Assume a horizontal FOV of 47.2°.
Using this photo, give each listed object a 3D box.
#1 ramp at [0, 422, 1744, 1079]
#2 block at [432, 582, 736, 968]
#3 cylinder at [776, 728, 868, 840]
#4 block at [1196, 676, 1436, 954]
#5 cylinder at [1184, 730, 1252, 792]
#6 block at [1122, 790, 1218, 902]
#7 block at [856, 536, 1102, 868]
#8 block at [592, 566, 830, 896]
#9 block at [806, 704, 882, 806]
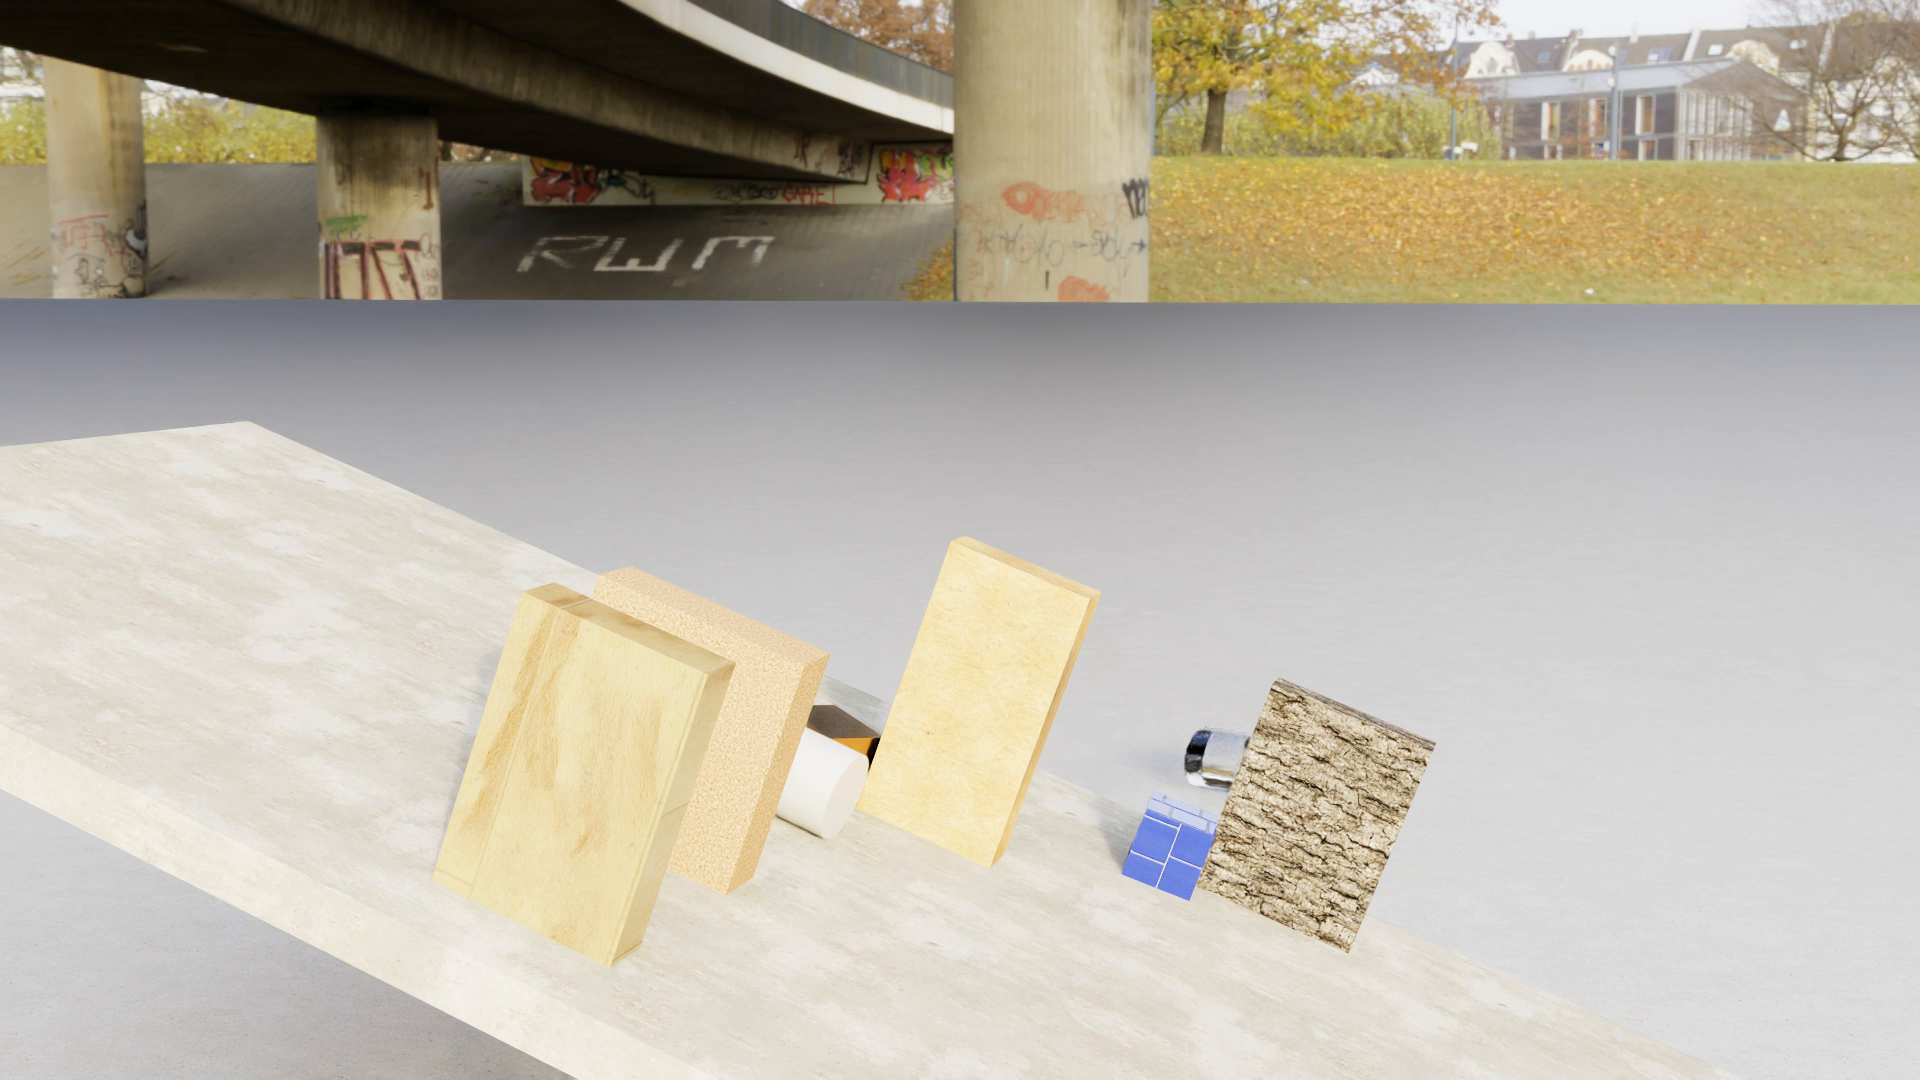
[{"bbox_3d":[-0.331,0.605,4.210,4.000,0.100,2.000,23,13,13],"label":"ramp"},{"bbox_3d":[-0.591,0.364,3.438,0.329,0.500,0.108,23,13,13],"label":"block"},{"bbox_3d":[-0.298,0.459,4.243,0.177,0.177,0.177,24,14,17],"label":"cylinder"},{"bbox_3d":[0.746,0.579,4.640,0.354,0.472,0.086,23,13,13],"label":"block"},{"bbox_3d":[0.954,0.796,7.897,0.210,0.210,0.210,6,9,40],"label":"cylinder"},{"bbox_3d":[0.446,0.644,4.649,0.151,0.151,0.151,21,12,6],"label":"block"},{"bbox_3d":[0.035,0.322,4.389,0.299,0.585,0.098,23,13,13],"label":"block"},{"bbox_3d":[-0.497,0.331,3.868,0.405,0.439,0.126,23,13,13],"label":"block"},{"bbox_3d":[-0.278,0.435,4.437,0.152,0.152,0.152,29,15,37],"label":"block"}]
